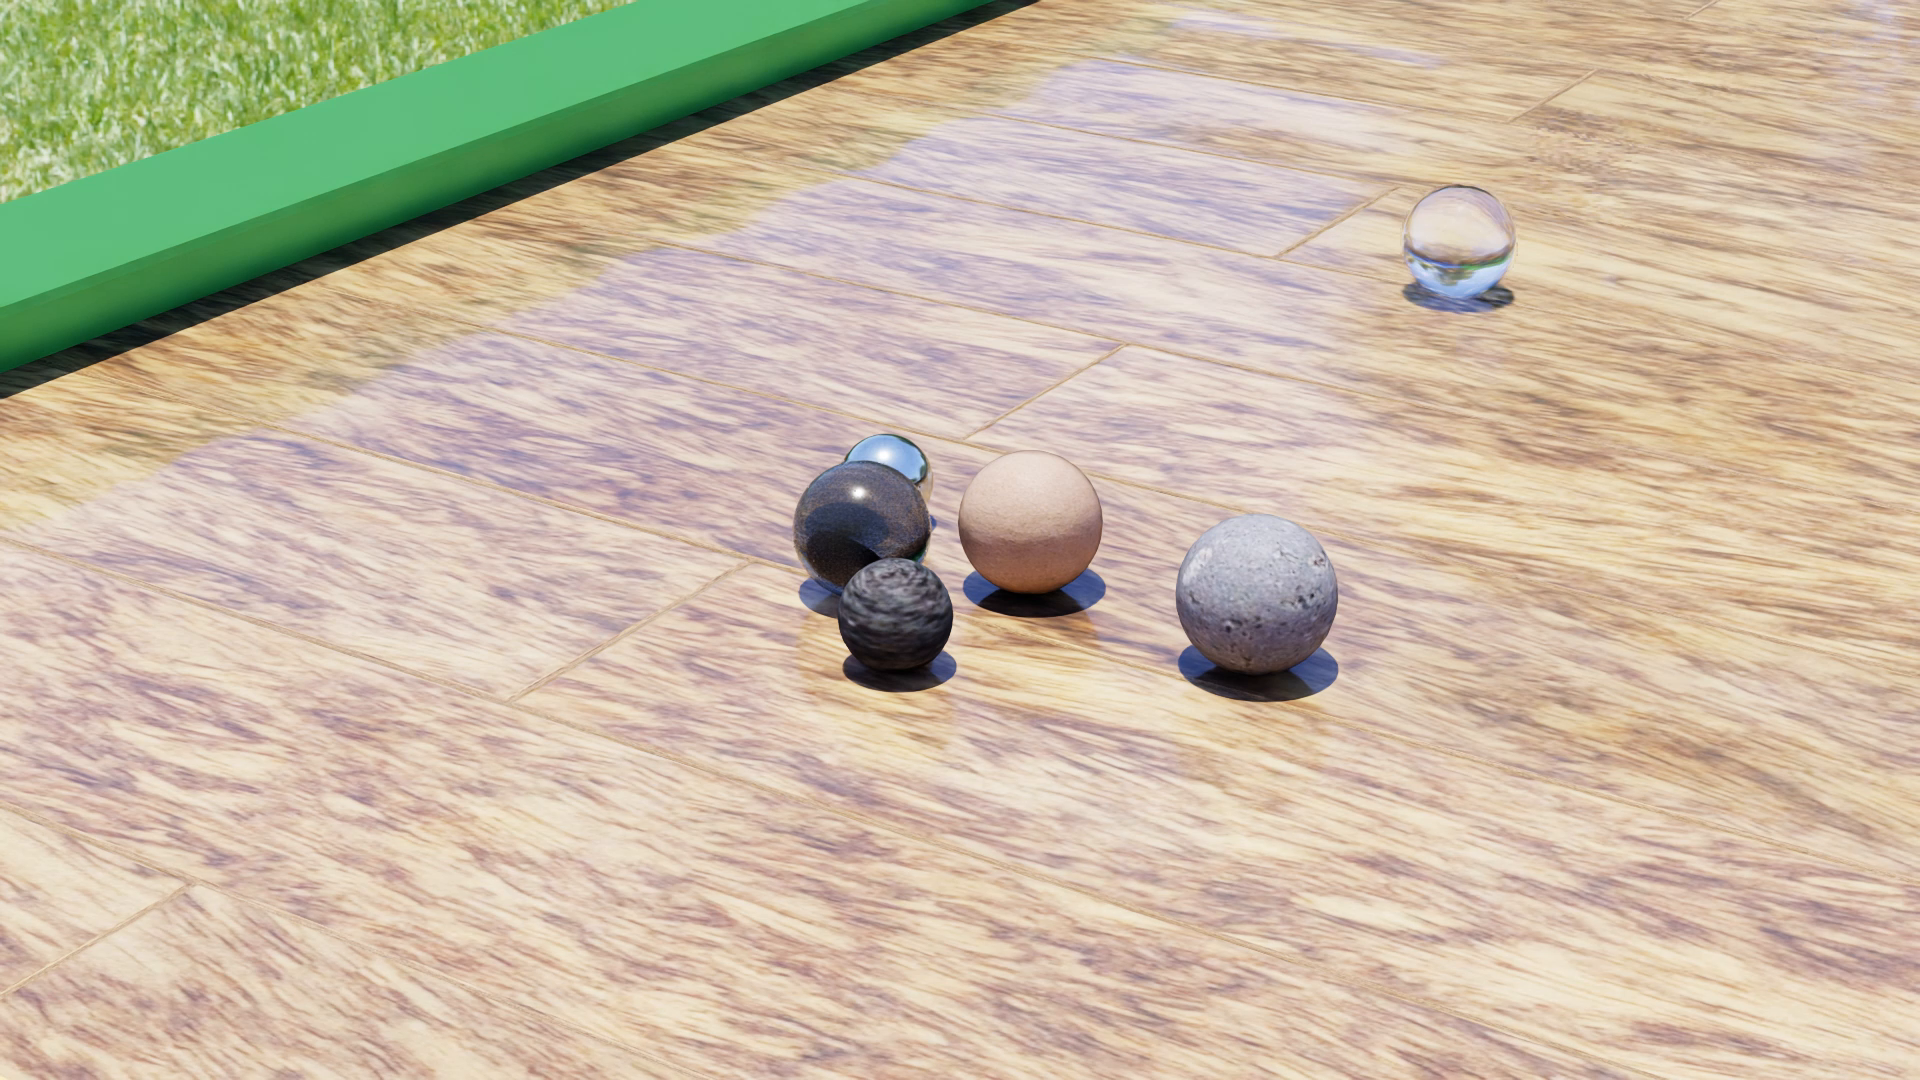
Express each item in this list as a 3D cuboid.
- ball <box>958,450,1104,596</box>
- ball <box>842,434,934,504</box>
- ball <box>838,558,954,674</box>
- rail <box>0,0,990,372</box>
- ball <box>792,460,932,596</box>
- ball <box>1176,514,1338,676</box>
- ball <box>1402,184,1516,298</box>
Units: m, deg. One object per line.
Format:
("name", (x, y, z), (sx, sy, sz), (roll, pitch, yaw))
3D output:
("ball", (0.046, -0.011, 1.900), (0.094, 0.094, 0.094), (0, 24, 0))
("ball", (-0.050, -0.040, 2.001), (0.065, 0.065, 0.065), (0, 24, 0))
("ball", (-0.039, 0.046, 1.799), (0.071, 0.071, 0.071), (0, 24, 0))
("rail", (-0.246, -0.486, 2.922), (0.045, 0.129, 3.304), (15, 28, 30))
("ball", (-0.063, -0.007, 1.894), (0.090, 0.090, 0.090), (0, 24, 0))
("ball", (0.181, 0.033, 1.794), (0.099, 0.099, 0.099), (0, 24, 0))
("ball", (0.412, -0.246, 2.429), (0.094, 0.094, 0.094), (0, 24, 0))
